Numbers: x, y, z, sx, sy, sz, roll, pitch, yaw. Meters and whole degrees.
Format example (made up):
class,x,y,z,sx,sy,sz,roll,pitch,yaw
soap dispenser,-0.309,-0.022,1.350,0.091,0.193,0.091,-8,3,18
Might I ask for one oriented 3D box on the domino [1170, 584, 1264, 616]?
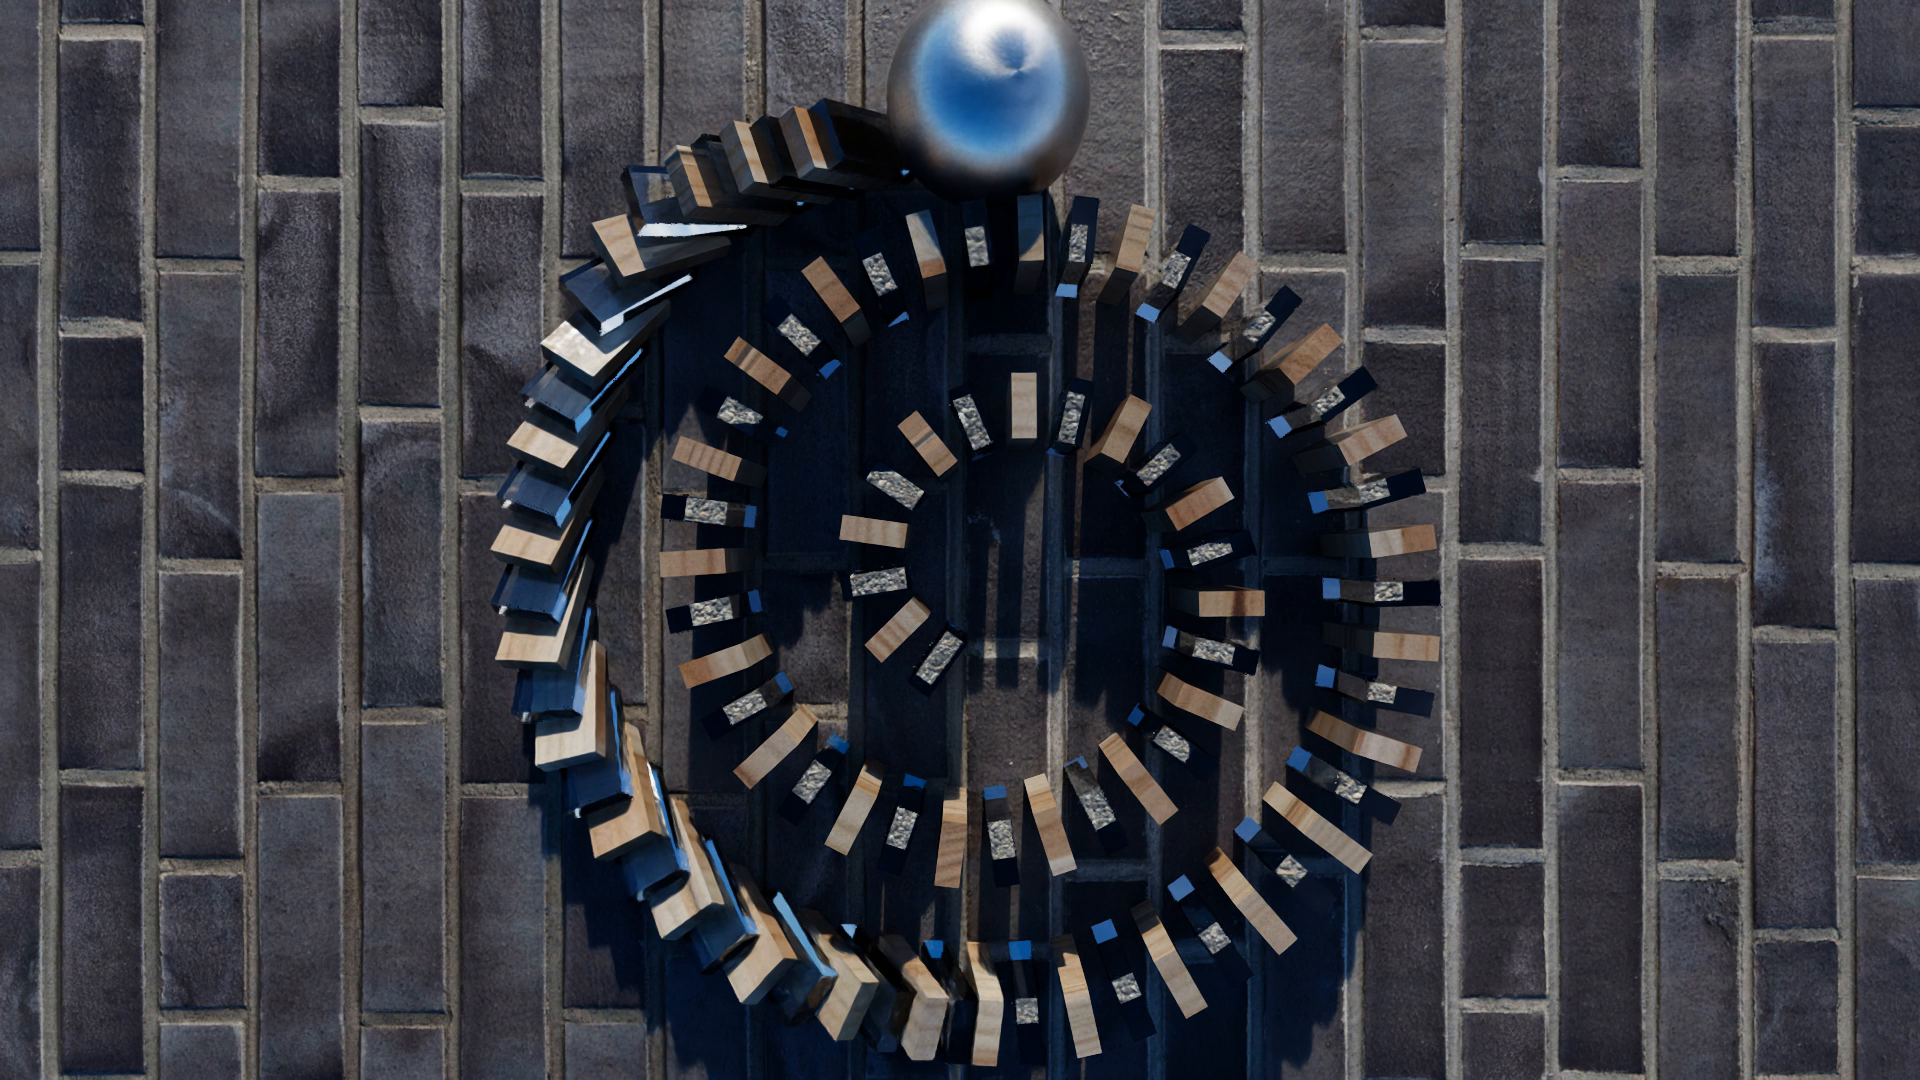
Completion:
class,x,y,z,sx,sy,sz,roll,pitch,yaw
domino,0.104,0.024,0.375,0.025,0.050,0.009,-1,90,0

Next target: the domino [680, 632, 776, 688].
class,x,y,z,sx,sy,sz,roll,pitch,yaw
domino,-0.094,0.048,0.375,0.025,0.050,0.010,-19,90,0

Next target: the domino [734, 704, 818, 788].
class,x,y,z,sx,sy,sz,roll,pitch,yaw
domino,-0.074,0.083,0.375,0.025,0.050,0.009,-43,90,0

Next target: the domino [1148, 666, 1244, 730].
class,x,y,z,sx,sy,sz,roll,pitch,yaw
domino,0.095,0.064,0.375,0.025,0.050,0.010,23,90,0

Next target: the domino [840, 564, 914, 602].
class,x,y,z,sx,sy,sz,roll,pitch,yaw
domino,-0.033,0.017,0.375,0.025,0.050,0.009,-9,90,0

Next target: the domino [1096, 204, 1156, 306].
class,x,y,z,sx,sy,sz,roll,pitch,yaw
domino,0.067,-0.115,0.375,0.009,0.050,0.025,15,90,0

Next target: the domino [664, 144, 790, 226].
class,x,y,z,sx,sy,sz,roll,pitch,yaw
domino,-0.095,-0.145,0.377,0.010,0.050,0.025,-20,90,37

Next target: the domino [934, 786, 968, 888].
class,x,y,z,sx,sy,sz,roll,pitch,yaw
domino,-0.004,0.120,0.375,0.009,0.050,0.025,7,90,0

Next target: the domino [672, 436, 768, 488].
class,x,y,z,sx,sy,sz,roll,pitch,yaw
domino,-0.097,-0.031,0.375,0.025,0.050,0.010,20,90,0

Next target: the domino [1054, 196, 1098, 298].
class,x,y,z,sx,sy,sz,roll,pitch,yaw
domino,0.047,-0.119,0.375,0.009,0.050,0.025,5,90,0

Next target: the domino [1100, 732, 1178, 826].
class,x,y,z,sx,sy,sz,roll,pitch,yaw
domino,0.072,0.096,0.375,0.010,0.050,0.025,-39,90,0

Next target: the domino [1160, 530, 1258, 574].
class,x,y,z,sx,sy,sz,roll,pitch,yaw
domino,0.100,0.005,0.375,0.025,0.050,0.010,-19,90,0

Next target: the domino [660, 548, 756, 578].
class,x,y,z,sx,sy,sz,roll,pitch,yaw
domino,-0.102,0.009,0.375,0.025,0.050,0.009,-4,90,0

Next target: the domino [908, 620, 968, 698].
class,x,y,z,sx,sy,sz,roll,pitch,yaw
domino,-0.008,0.047,0.375,0.009,0.050,0.025,36,90,0

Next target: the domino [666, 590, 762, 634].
class,x,y,z,sx,sy,sz,roll,pitch,yaw
domino,-0.099,0.029,0.375,0.025,0.050,0.009,-12,90,0

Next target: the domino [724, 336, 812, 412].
class,x,y,z,sx,sy,sz,roll,pitch,yaw
domino,-0.077,-0.067,0.375,0.025,0.050,0.010,36,90,0

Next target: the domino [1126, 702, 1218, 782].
class,x,y,z,sx,sy,sz,roll,pitch,yaw
domino,0.086,0.082,0.375,0.025,0.050,0.010,34,90,0

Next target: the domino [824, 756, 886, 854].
class,x,y,z,sx,sy,sz,roll,pitch,yaw
domino,-0.042,0.107,0.375,0.010,0.050,0.025,28,90,0

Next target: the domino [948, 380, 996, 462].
class,x,y,z,sx,sy,sz,roll,pitch,yaw
domino,0.005,-0.048,0.375,0.010,0.050,0.025,-23,90,0

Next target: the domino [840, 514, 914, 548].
class,x,y,z,sx,sy,sz,roll,pitch,yaw
domino,-0.033,-0.003,0.375,0.025,0.050,0.009,8,90,0

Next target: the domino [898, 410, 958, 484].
class,x,y,z,sx,sy,sz,roll,pitch,yaw
domino,-0.012,-0.037,0.375,0.010,0.050,0.025,-39,90,0

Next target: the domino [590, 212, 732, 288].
class,x,y,z,sx,sy,sz,roll,pitch,yaw
domino,-0.125,-0.125,0.383,0.050,0.009,0.025,-31,90,-32

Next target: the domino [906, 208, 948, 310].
class,x,y,z,sx,sy,sz,roll,pitch,yaw
domino,-0.013,-0.113,0.375,0.010,0.050,0.025,-16,90,0

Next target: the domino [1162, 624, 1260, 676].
class,x,y,z,sx,sy,sz,roll,pitch,yaw
domino,0.102,0.044,0.375,0.025,0.050,0.010,13,90,0

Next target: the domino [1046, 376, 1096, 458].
class,x,y,z,sx,sy,sz,roll,pitch,yaw
domino,0.045,-0.049,0.375,0.010,0.050,0.025,13,90,0

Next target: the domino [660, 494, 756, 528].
class,x,y,z,sx,sy,sz,roll,pitch,yaw
domino,-0.102,-0.012,0.375,0.025,0.050,0.009,7,90,0

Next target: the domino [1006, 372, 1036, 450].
class,x,y,z,sx,sy,sz,roll,pitch,yaw
domino,0.025,-0.051,0.375,0.009,0.050,0.025,0,90,0

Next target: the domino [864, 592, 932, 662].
class,x,y,z,sx,sy,sz,roll,pitch,yaw
domino,-0.024,0.035,0.375,0.025,0.050,0.009,-44,90,0

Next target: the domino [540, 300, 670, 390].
class,x,y,z,sx,sy,sz,roll,pitch,yaw
domino,-0.147,-0.088,0.383,0.025,0.010,0.050,32,60,0

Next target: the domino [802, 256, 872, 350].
class,x,y,z,sx,sy,sz,roll,pitch,yaw
domino,-0.049,-0.096,0.375,0.009,0.050,0.025,-37,90,0

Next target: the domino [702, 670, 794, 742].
class,x,y,z,sx,sy,sz,roll,pitch,yaw
domino,-0.086,0.067,0.375,0.025,0.050,0.009,-29,90,0

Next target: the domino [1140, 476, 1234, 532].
class,x,y,z,sx,sy,sz,roll,pitch,yaw
domino,0.092,-0.014,0.375,0.025,0.050,0.010,-31,90,0

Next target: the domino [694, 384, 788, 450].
class,x,y,z,sx,sy,sz,roll,pitch,yaw
domino,-0.088,-0.050,0.375,0.025,0.050,0.009,29,90,0

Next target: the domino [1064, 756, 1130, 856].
class,x,y,z,sx,sy,sz,roll,pitch,yaw
domino,0.055,0.107,0.375,0.010,0.050,0.025,-27,90,0

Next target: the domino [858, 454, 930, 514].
class,x,y,z,sx,sy,sz,roll,pitch,yaw
domino,-0.026,-0.022,0.375,0.025,0.050,0.009,34,90,0

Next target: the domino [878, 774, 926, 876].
class,x,y,z,sx,sy,sz,roll,pitch,yaw
domino,-0.023,0.115,0.375,0.009,0.050,0.025,19,90,0

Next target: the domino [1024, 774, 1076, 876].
class,x,y,z,sx,sy,sz,roll,pitch,yaw
domino,0.036,0.115,0.375,0.010,0.050,0.025,-18,90,0

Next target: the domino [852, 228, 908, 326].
class,x,y,z,sx,sy,sz,roll,pitch,yaw
domino,-0.032,-0.106,0.375,0.009,0.050,0.025,-25,90,0

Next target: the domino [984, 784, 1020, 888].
class,x,y,z,sx,sy,sz,roll,pitch,yaw
domino,0.017,0.120,0.375,0.010,0.050,0.025,-8,90,0

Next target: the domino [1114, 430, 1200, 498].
class,x,y,z,sx,sy,sz,roll,pitch,yaw
domino,0.080,-0.030,0.375,0.025,0.050,0.009,-42,90,0

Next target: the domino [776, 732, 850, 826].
class,x,y,z,sx,sy,sz,roll,pitch,yaw
domino,-0.059,0.097,0.375,0.009,0.050,0.025,36,90,0

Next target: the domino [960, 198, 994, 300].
class,x,y,z,sx,sy,sz,roll,pitch,yaw
domino,0.007,-0.117,0.375,0.009,0.050,0.025,-9,90,0

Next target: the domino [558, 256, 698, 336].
class,x,y,z,sx,sy,sz,roll,pitch,yaw
domino,-0.138,-0.109,0.383,0.025,0.009,0.050,47,59,0

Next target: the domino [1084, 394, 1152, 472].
class,x,y,z,sx,sy,sz,roll,pitch,yaw
domino,0.064,-0.042,0.375,0.010,0.050,0.025,27,90,0

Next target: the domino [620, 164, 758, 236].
class,x,y,z,sx,sy,sz,roll,pitch,yaw
domino,-0.111,-0.140,0.380,0.050,0.010,0.025,-15,86,-39

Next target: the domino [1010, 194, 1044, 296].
class,x,y,z,sx,sy,sz,roll,pitch,yaw
domino,0.027,-0.119,0.375,0.010,0.050,0.025,-2,90,0

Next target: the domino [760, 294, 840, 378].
class,x,y,z,sx,sy,sz,roll,pitch,yaw
domino,-0.064,-0.082,0.375,0.025,0.050,0.010,43,90,0
